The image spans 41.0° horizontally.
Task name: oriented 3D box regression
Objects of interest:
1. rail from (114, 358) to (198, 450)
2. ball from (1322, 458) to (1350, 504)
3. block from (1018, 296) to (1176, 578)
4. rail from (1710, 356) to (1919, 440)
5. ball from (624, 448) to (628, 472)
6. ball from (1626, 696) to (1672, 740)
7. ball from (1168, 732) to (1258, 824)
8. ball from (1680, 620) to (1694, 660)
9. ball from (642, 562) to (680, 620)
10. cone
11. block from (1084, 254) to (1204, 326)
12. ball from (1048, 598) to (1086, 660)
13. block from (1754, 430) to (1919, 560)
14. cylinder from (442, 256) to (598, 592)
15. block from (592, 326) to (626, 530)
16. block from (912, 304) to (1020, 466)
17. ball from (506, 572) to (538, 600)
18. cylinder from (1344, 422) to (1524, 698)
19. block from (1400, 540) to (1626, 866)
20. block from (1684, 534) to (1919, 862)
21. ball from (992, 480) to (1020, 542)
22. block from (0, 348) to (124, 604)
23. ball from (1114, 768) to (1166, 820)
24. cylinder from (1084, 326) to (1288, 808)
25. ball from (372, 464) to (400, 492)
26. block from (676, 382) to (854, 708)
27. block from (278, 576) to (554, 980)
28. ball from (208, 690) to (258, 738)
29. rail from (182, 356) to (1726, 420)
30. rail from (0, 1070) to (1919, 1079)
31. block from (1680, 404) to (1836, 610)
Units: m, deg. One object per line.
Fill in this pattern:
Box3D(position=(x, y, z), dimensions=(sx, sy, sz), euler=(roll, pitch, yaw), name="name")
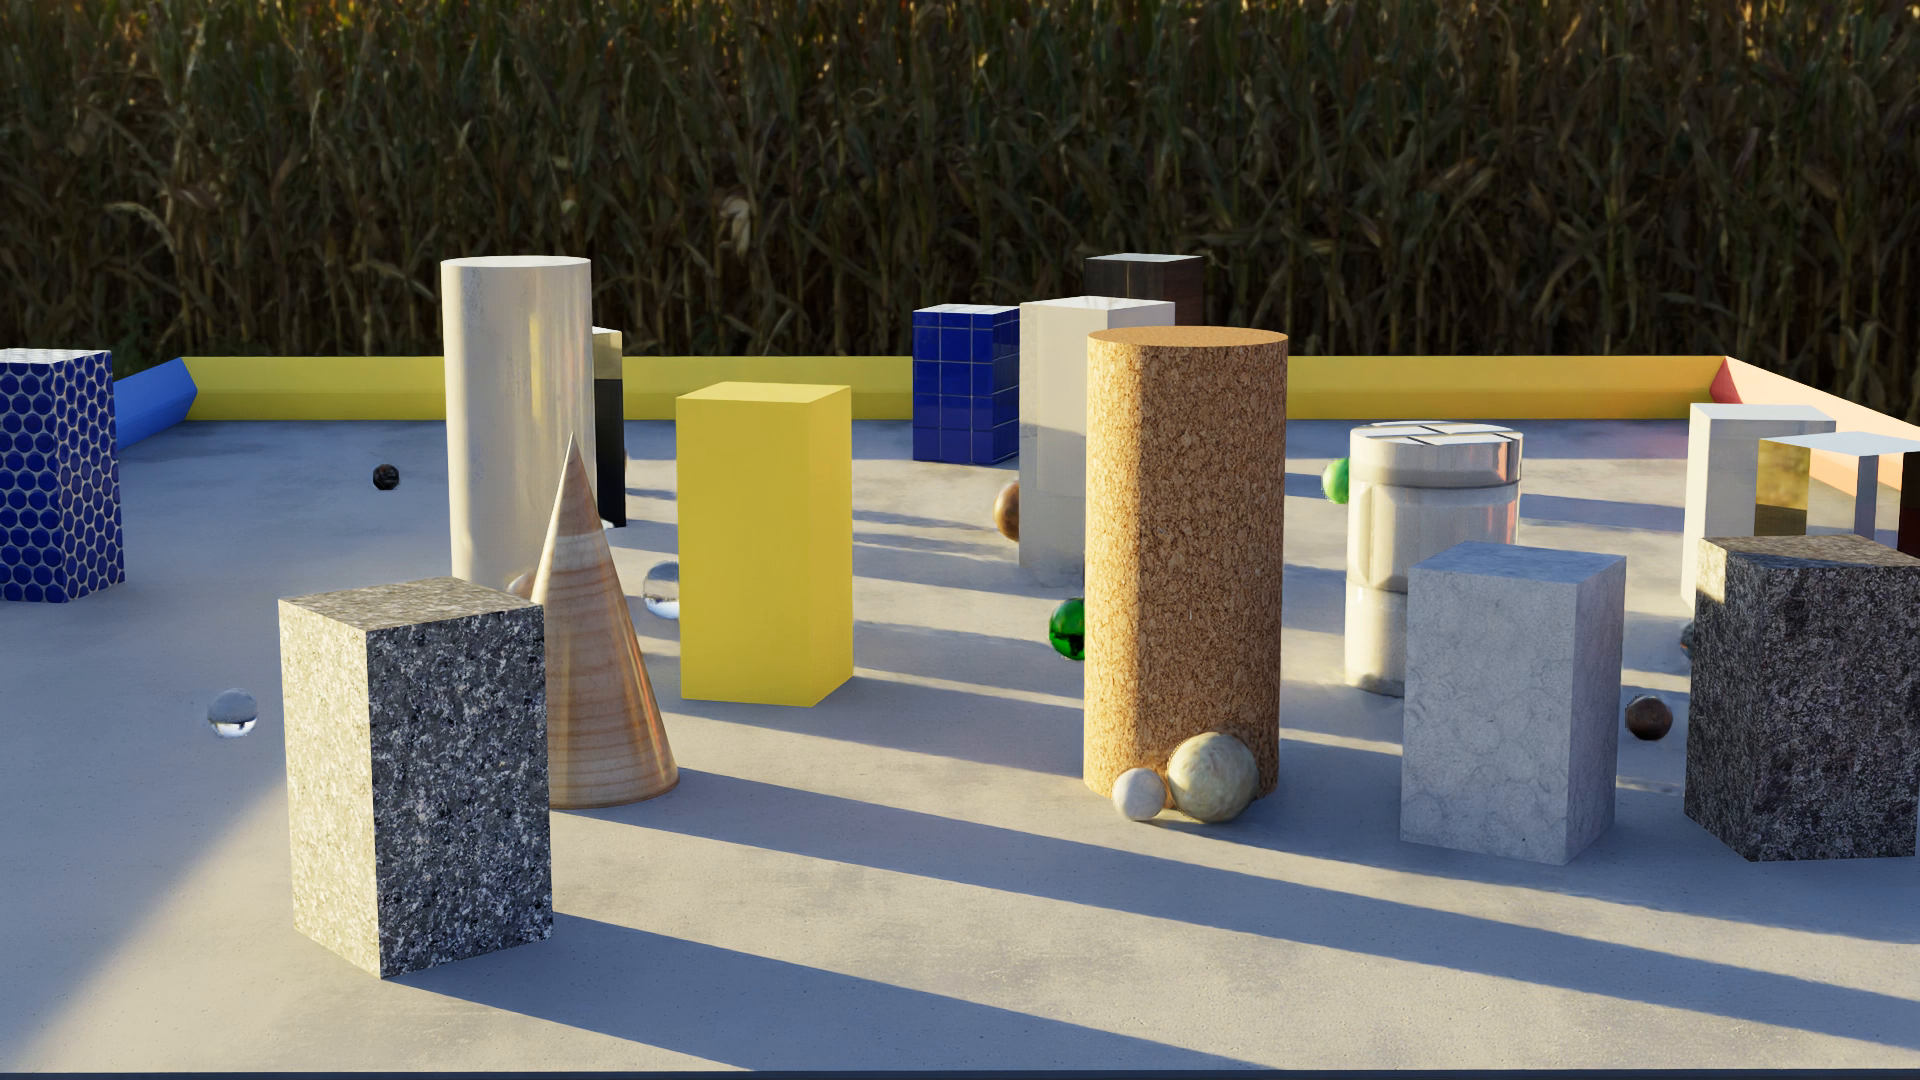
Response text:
Box3D(position=(-1.585, 0.035, 3.440), dimensions=(0.045, 0.130, 3.859), euler=(0, 10, 0), name="rail")
Box3D(position=(0.649, -0.098, 4.313), dimensions=(0.077, 0.077, 0.077), euler=(0, 10, 0), name="ball")
Box3D(position=(0.200, -0.153, 3.755), dimensions=(0.160, 0.388, 0.160), euler=(9, 14, 40), name="block")
Box3D(position=(1.585, 0.032, 3.458), dimensions=(0.045, 0.130, 3.859), euler=(0, 10, 0), name="rail")
Box3D(position=(-0.629, -0.140, 4.472), dimensions=(0.100, 0.100, 0.100), euler=(0, 10, 0), name="ball")
Box3D(position=(0.753, 0.195, 2.803), dimensions=(0.049, 0.049, 0.049), euler=(0, 10, 0), name="ball")
Box3D(position=(0.247, 0.231, 2.497), dimensions=(0.088, 0.088, 0.088), euler=(0, 10, 0), name="ball")
Box3D(position=(0.916, 0.124, 3.158), dimensions=(0.059, 0.059, 0.059), euler=(0, 10, 0), name="ball")
Box3D(position=(-0.385, 0.067, 3.417), dimensions=(0.077, 0.077, 0.077), euler=(0, 10, 0), name="ball")
Box3D(position=(-0.389, 0.069, 2.610), dimensions=(0.200, 0.366, 0.200), euler=(0, 10, 0), name="cone")
Box3D(position=(0.334, -0.323, 4.683), dimensions=(0.160, 0.384, 0.160), euler=(6, 12, 31), name="block")
Box3D(position=(0.148, 0.110, 3.183), dimensions=(0.078, 0.078, 0.078), euler=(0, 10, 0), name="ball")
Box3D(position=(1.078, 0.021, 3.106), dimensions=(0.160, 0.280, 0.160), euler=(-5, 12, -26), name="block")
Box3D(position=(-0.598, -0.146, 3.501), dimensions=(0.200, 0.467, 0.200), euler=(0, 10, 0), name="cylinder")
Box3D(position=(-0.646, -0.179, 4.097), dimensions=(0.160, 0.313, 0.160), euler=(-7, 13, -35), name="block")
Box3D(position=(0.016, -0.293, 4.809), dimensions=(0.160, 0.280, 0.160), euler=(4, 11, 21), name="block")
Box3D(position=(-0.533, 0.088, 3.251), dimensions=(0.097, 0.097, 0.097), euler=(0, 10, 0), name="ball")
Box3D(position=(0.562, 0.021, 3.052), dimensions=(0.200, 0.300, 0.200), euler=(0, 10, 0), name="cylinder")
Box3D(position=(0.528, 0.151, 2.448), dimensions=(0.160, 0.265, 0.160), euler=(6, 12, 30), name="block")
Box3D(position=(0.803, 0.146, 2.439), dimensions=(0.160, 0.277, 0.160), euler=(-1, 11, -6), name="block")
Box3D(position=(0.099, -0.044, 3.965), dimensions=(0.097, 0.097, 0.097), euler=(0, 10, 0), name="ball")
Box3D(position=(-1.291, -0.093, 3.584), dimensions=(0.160, 0.331, 0.160), euler=(2, 11, 12), name="block")
Box3D(position=(0.176, 0.248, 2.507), dimensions=(0.052, 0.052, 0.052), euler=(0, 10, 0), name="ball")
Box3D(position=(0.228, 0.022, 2.606), dimensions=(0.200, 0.460, 0.200), euler=(0, 10, 0), name="cylinder")
Box3D(position=(-0.995, -0.108, 4.448), dimensions=(0.047, 0.047, 0.047), euler=(0, 10, 0), name="ball")
Box3D(position=(-0.227, 0.001, 3.016), dimensions=(0.160, 0.353, 0.160), euler=(3, 11, 15), name="block")
Box3D(position=(-0.457, 0.193, 2.157), dimensions=(0.160, 0.288, 0.160), euler=(-8, 13, -38), name="block")
Box3D(position=(-0.798, 0.191, 2.813), dimensions=(0.053, 0.053, 0.053), euler=(0, 10, 0), name="ball")
Box3D(position=(-0.011, -0.313, 5.323), dimensions=(3.216, 0.130, 0.045), euler=(0, 10, 0), name="rail")
Box3D(position=(0.011, 0.380, 1.574), dimensions=(3.216, 0.130, 0.045), euler=(0, 10, 0), name="rail")
Box3D(position=(1.075, -0.039, 3.462), dimensions=(0.160, 0.270, 0.160), euler=(1, 11, 6), name="block")
